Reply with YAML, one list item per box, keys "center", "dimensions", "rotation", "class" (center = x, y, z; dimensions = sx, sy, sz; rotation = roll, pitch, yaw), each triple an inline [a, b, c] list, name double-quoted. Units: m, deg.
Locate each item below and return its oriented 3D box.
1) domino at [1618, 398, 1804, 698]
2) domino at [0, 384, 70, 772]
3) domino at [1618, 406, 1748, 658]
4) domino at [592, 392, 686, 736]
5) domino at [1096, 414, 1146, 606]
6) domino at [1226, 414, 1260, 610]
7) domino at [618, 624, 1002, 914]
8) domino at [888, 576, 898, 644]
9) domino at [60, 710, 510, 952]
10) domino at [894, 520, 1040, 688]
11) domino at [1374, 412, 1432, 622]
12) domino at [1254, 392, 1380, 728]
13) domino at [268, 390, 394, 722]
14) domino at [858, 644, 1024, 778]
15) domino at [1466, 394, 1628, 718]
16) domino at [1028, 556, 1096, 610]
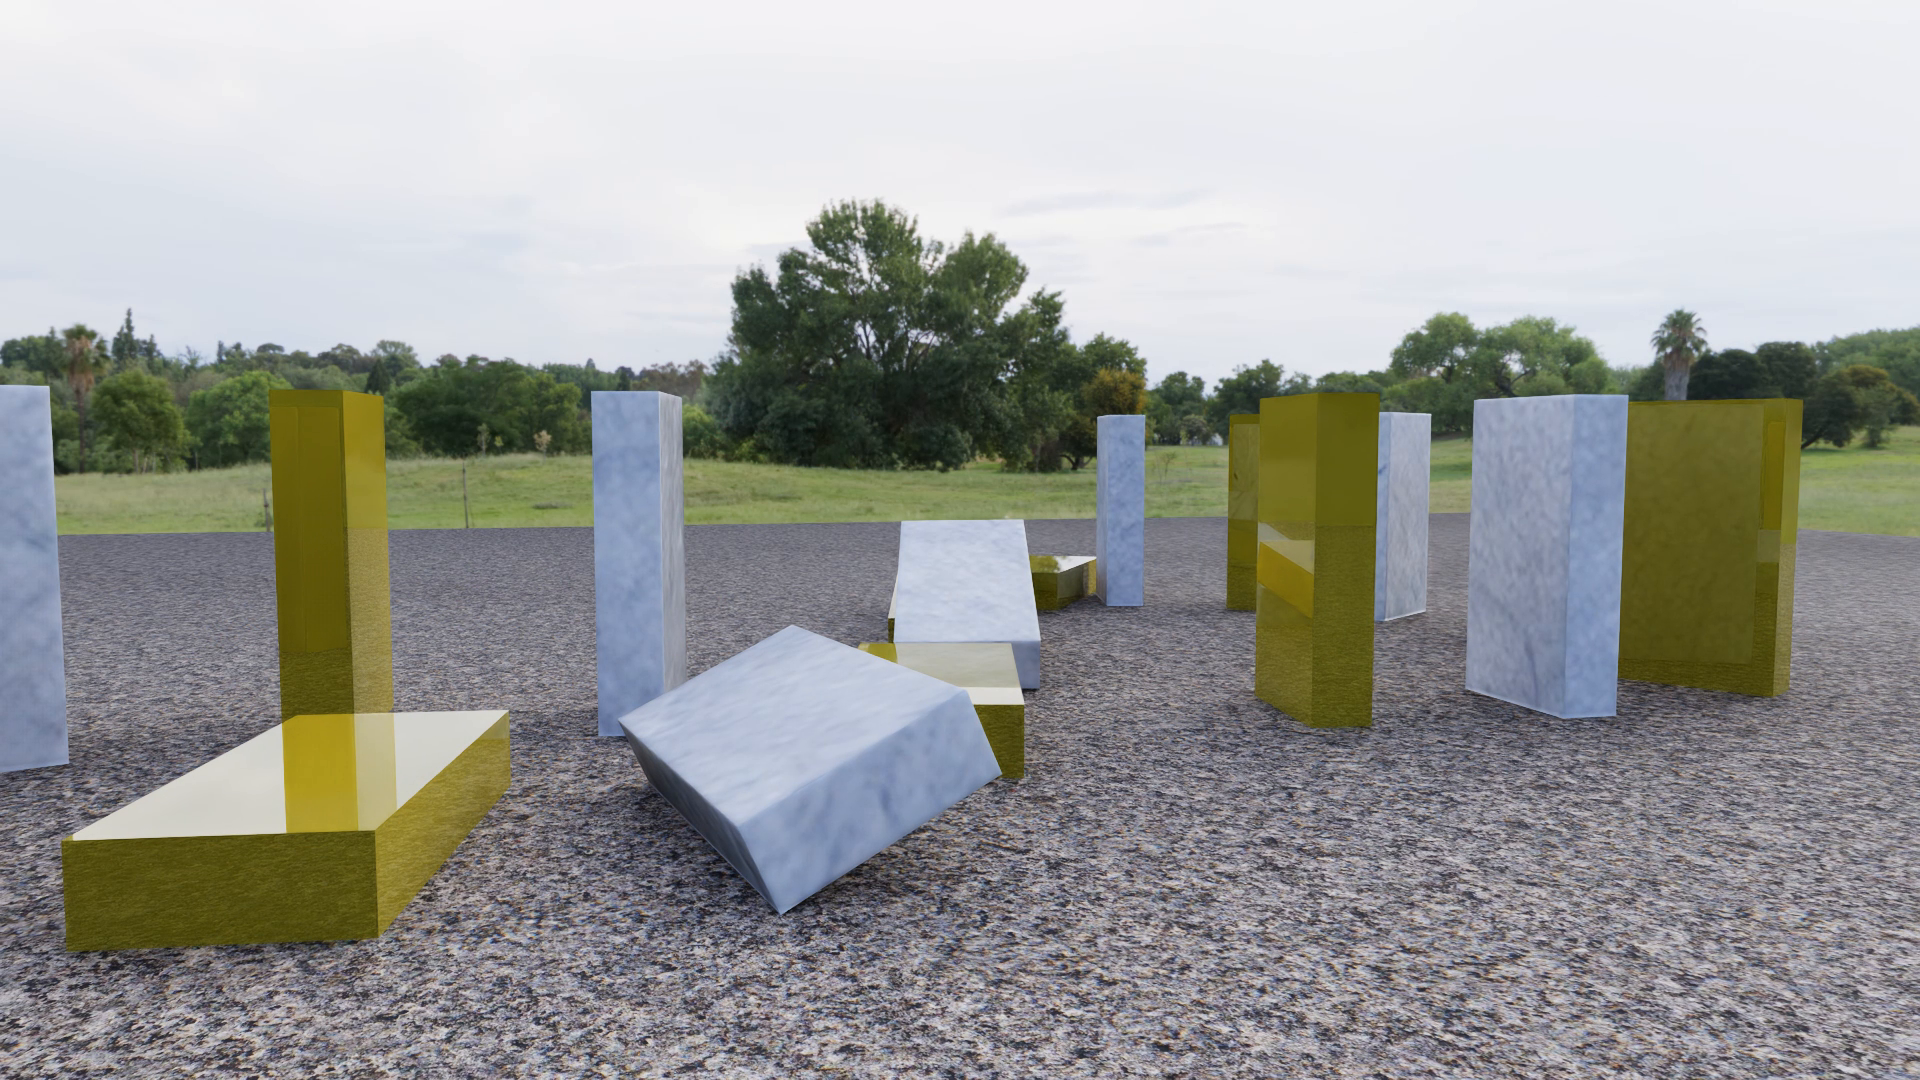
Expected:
- center: [0.132, 0.001, 0.226]
  dimensions: [0.009, 0.050, 0.025]
  rotation: [-4, 6, -43]
  class: "domino"
- center: [-0.130, 0.004, 0.176]
  dimensions: [0.010, 0.050, 0.025]
  rotation: [-4, 6, -39]
  class: "domino"
- center: [0.144, -0.002, 0.261]
  dimensions: [0.025, 0.050, 0.009]
  rotation: [0, 4, -7]
  class: "domino"
- center: [-0.049, 0.003, 0.198]
  dimensions: [0.009, 0.050, 0.025]
  rotation: [0, 4, -5]
  class: "domino"
- center: [0.043, -0.009, 0.348]
  dimensions: [0.009, 0.050, 0.025]
  rotation: [0, 4, -1]
  class: "domino"
- center: [0.079, -0.008, 0.338]
  dimensions: [0.010, 0.050, 0.025]
  rotation: [2, 5, 29]
  class: "domino"
- center: [-0.019, 0.022, 0.142]
  dimensions: [0.025, 0.009, 0.050]
  rotation: [-28, 16, -22]
  class: "domino"
- center: [-0.001, 0.012, 0.270]
  dimensions: [0.025, 0.010, 0.050]
  rotation: [0, 16, 1]
  class: "domino"
- center: [-0.065, 0.028, 0.134]
  dimensions: [0.025, 0.009, 0.050]
  rotation: [-1, 4, -7]
  class: "domino"
- center: [0.001, 0.011, 0.242]
  dimensions: [0.025, 0.009, 0.050]
  rotation: [-1, 25, -1]
  class: "domino"
- center: [0.107, -0.006, 0.319]
  dimensions: [0.010, 0.050, 0.025]
  rotation: [4, 6, 41]
  class: "domino"
- center: [0.056, 0.002, 0.204]
  dimensions: [0.009, 0.050, 0.025]
  rotation: [0, 4, -6]
  class: "domino"
- center: [-0.094, 0.003, 0.192]
  dimensions: [0.009, 0.050, 0.025]
  rotation: [-1, 4, -12]
  class: "domino"
- center: [-0.004, 0.024, 0.188]
  dimensions: [0.025, 0.009, 0.050]
  rotation: [0, 4, 0]
  class: "domino"
- center: [0.095, 0.002, 0.210]
  dimensions: [0.009, 0.050, 0.025]
  rotation: [-1, 4, -13]
  class: "domino"
- center: [0.021, 0.011, 0.356]
  dimensions: [0.025, 0.010, 0.050]
  rotation: [1, 5, 19]
  class: "domino"
